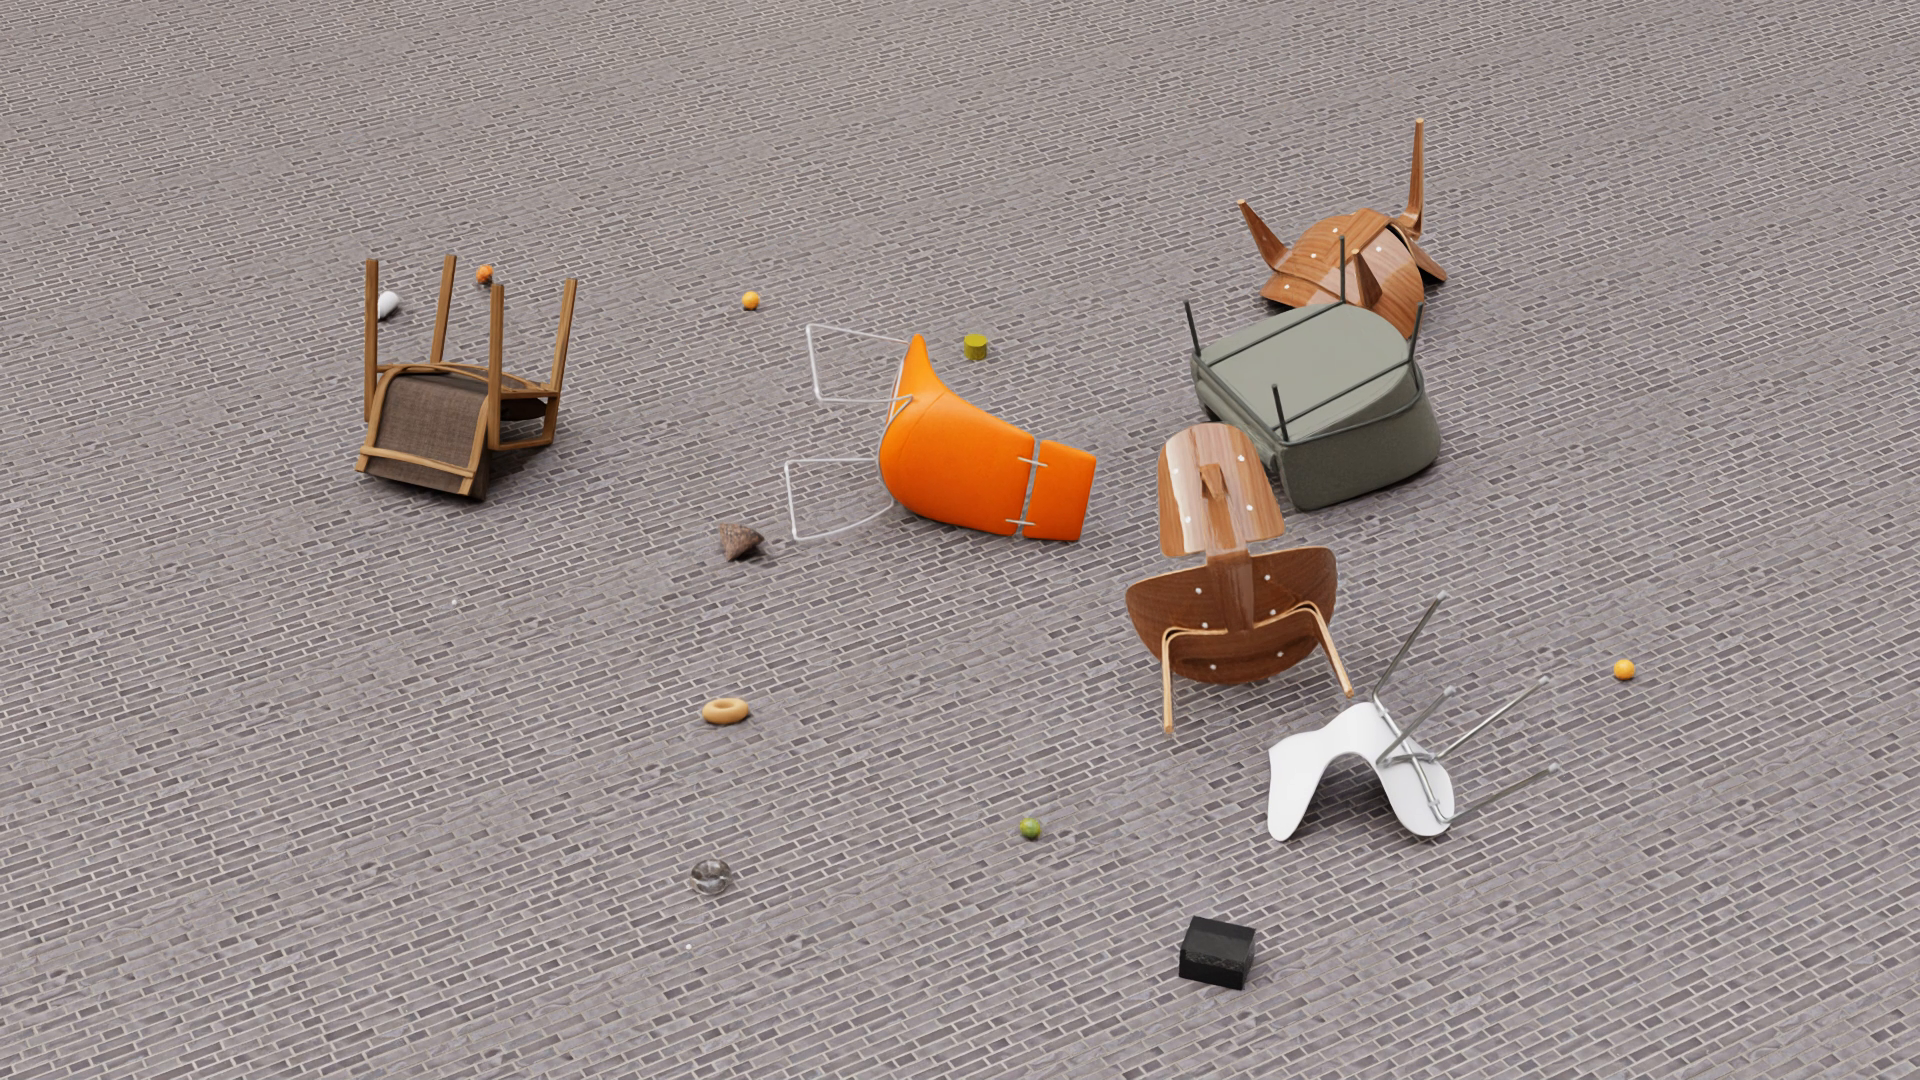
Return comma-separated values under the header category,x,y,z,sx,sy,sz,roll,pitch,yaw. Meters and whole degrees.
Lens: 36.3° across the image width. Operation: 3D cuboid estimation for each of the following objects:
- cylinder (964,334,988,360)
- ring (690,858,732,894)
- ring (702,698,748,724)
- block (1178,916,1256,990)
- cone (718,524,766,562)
category,x,y,z,sx,sy,sz,roll,pitch,yaw
cylinder,0.065,-0.796,12.093,0.094,0.065,0.105,-6,34,-9
ring,-0.789,1.066,9.283,0.133,0.050,0.150,11,34,15
ring,-0.800,0.584,10.004,0.161,0.060,0.091,-5,32,-10
block,0.784,1.258,8.931,0.197,0.114,0.161,10,35,15
cone,-0.833,0.028,10.838,0.232,0.145,0.124,3,63,48
